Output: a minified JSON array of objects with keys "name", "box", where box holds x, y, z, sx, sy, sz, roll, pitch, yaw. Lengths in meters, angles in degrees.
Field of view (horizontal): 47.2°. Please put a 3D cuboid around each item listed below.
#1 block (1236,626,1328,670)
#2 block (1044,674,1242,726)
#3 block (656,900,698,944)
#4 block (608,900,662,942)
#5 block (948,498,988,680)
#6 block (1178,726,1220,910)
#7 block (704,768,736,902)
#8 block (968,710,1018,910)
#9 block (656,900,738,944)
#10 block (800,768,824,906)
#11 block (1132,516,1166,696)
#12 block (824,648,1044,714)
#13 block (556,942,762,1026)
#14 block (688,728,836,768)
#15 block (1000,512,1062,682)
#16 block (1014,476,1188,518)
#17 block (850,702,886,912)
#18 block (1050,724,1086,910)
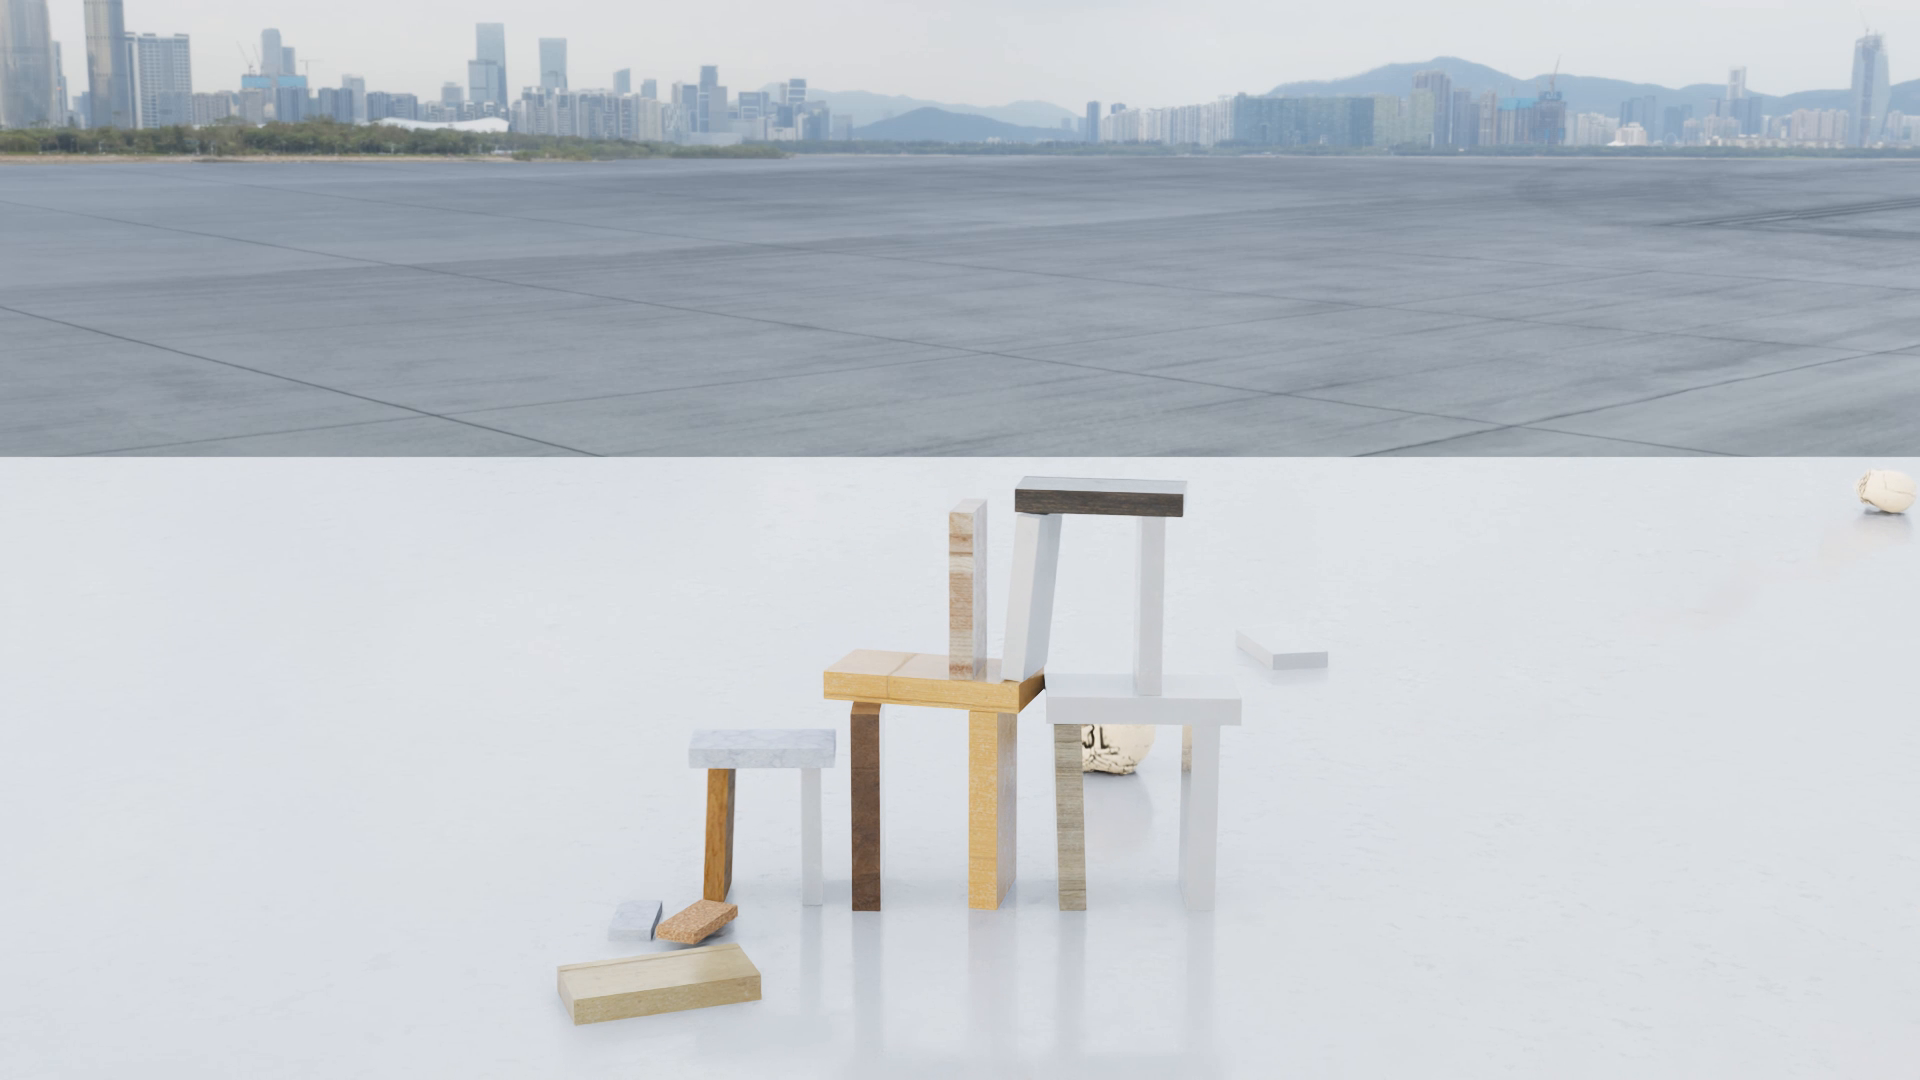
[{"name":"block","box":[0.778,0.261,5.333,0.137,0.039,0.275,-2,11,-11]},{"name":"block","box":[0.296,0.260,3.603,0.313,0.044,0.157,1,11,1]},{"name":"block","box":[-0.434,0.609,3.514,0.068,0.019,0.135,2,11,10]},{"name":"block","box":[-0.519,0.609,3.517,0.068,0.019,0.135,0,11,0]},{"name":"block","box":[0.014,0.079,3.592,0.039,0.274,0.137,2,11,10]},{"name":"block","box":[0.395,0.437,3.637,0.044,0.313,0.157,0,11,0]},{"name":"block","box":[-0.398,0.473,3.648,0.033,0.236,0.118,3,11,0]},{"name":"block","box":[0.055,0.426,3.644,0.047,0.332,0.166,2,11,12]},{"name":"block","box":[-0.413,0.600,3.459,0.068,0.019,0.135,5,11,24]},{"name":"block","box":[-0.245,0.474,3.649,0.033,0.236,0.118,-1,11,-3]},{"name":"block","box":[0.307,0.095,3.576,0.038,0.291,0.135,0,11,1]},{"name":"block","box":[-0.042,0.232,3.647,0.332,0.047,0.166,3,11,16]},{"name":"block","box":[-0.443,0.651,3.233,0.275,0.039,0.137,-4,11,-20]},{"name":"block","box":[-0.323,0.343,3.614,0.236,0.033,0.118,0,11,-2]},{"name":"block","box":[0.118,0.084,3.578,0.038,0.269,0.135,9,13,18]},{"name":"block","box":[0.230,-0.071,3.565,0.269,0.038,0.135,2,11,8]},{"name":"block","box":[-0.151,0.427,3.637,0.047,0.332,0.166,0,11,1]},{"name":"block","box":[0.179,0.436,3.636,0.044,0.313,0.157,-2,11,0]}]
